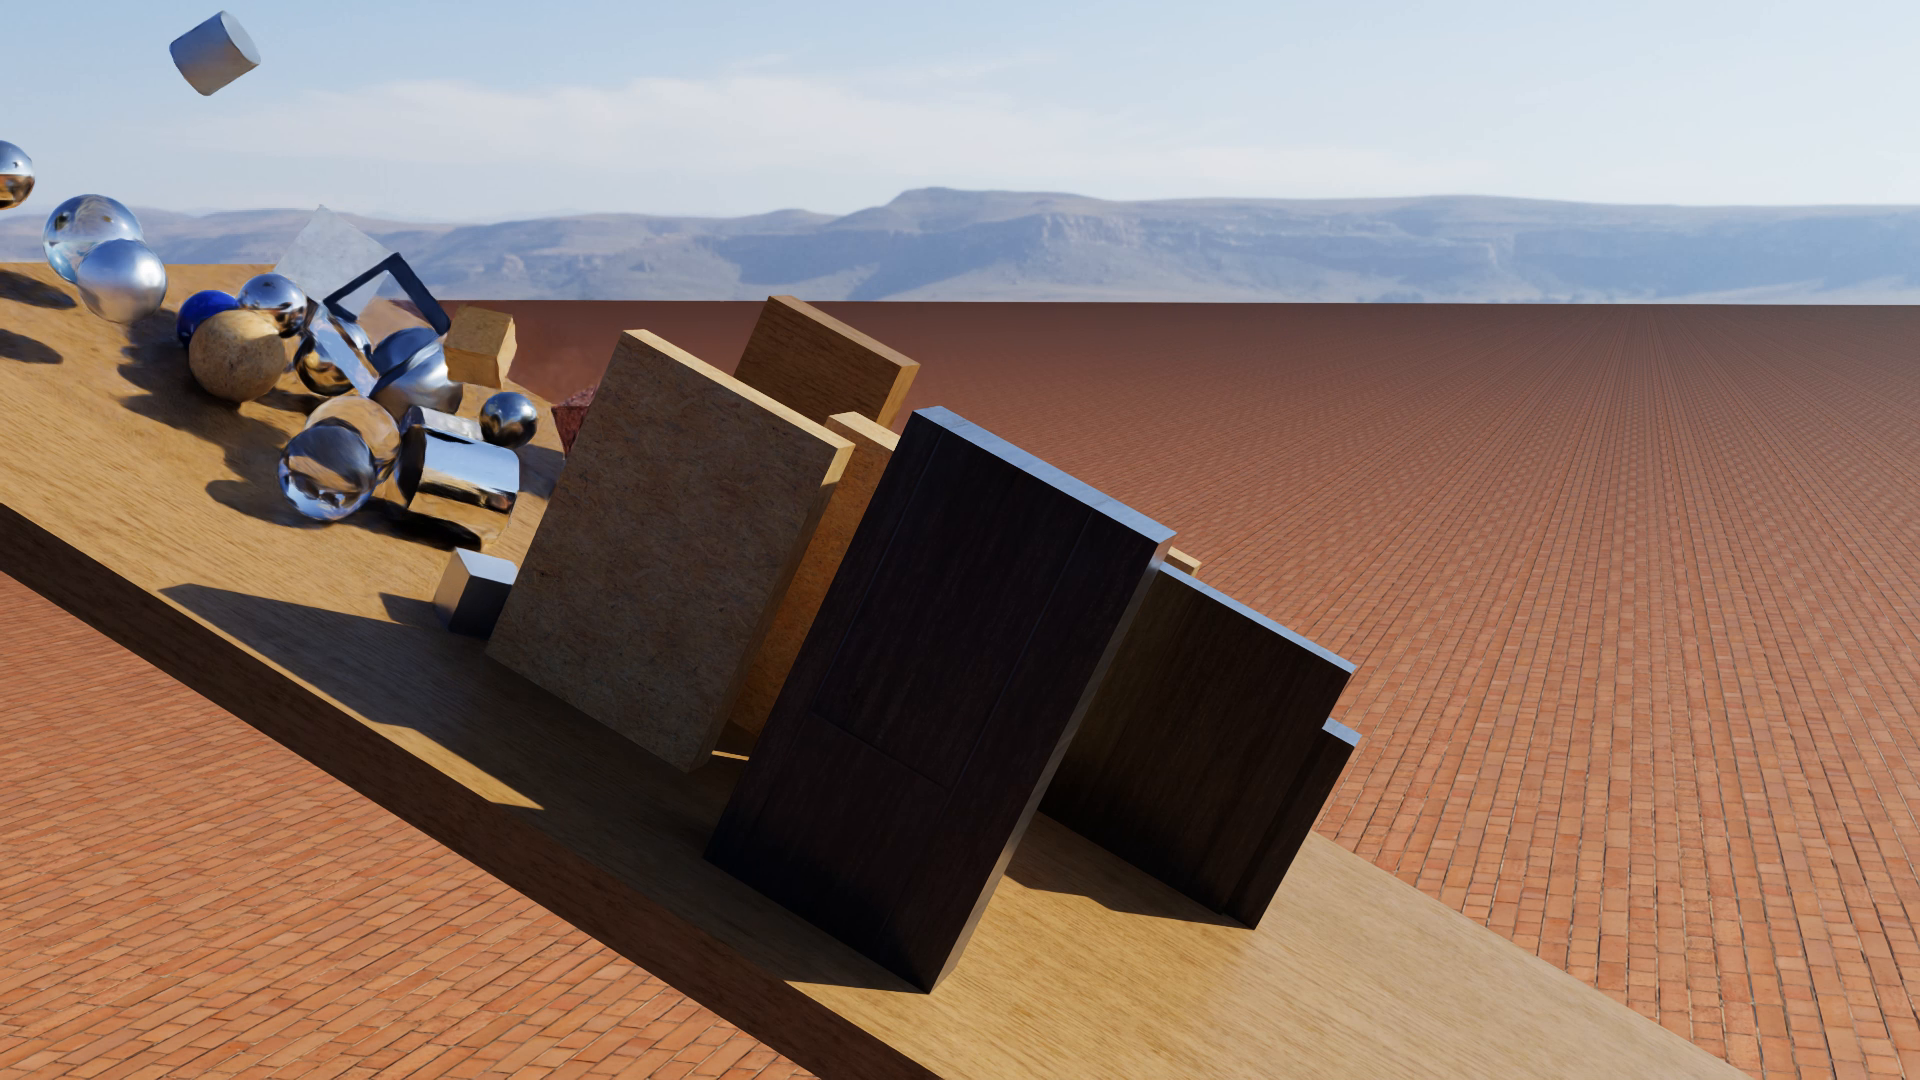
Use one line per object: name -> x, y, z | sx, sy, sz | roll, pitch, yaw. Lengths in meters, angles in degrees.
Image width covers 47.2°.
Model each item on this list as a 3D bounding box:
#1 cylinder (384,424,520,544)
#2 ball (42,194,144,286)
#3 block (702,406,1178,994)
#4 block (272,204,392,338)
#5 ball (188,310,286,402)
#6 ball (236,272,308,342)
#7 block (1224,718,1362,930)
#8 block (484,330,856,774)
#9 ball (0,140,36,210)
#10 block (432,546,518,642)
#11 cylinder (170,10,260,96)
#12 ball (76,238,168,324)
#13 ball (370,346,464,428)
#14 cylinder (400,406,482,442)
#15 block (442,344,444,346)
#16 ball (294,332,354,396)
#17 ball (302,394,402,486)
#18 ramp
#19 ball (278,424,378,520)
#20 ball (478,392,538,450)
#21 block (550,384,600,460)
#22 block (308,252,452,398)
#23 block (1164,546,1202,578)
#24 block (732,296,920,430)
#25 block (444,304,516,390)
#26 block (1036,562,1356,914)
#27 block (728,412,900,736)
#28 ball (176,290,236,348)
cylinder -> -0.963, -0.105, 4.170 | 0.189, 0.189, 0.189 | 17, -3, -33
ball -> -1.747, -0.601, 4.435 | 0.191, 0.191, 0.191 | 0, 7, 0
block -> -0.038, 0.240, 3.315 | 0.410, 0.775, 0.132 | 29, 14, 12
block -> -1.350, -0.551, 4.678 | 0.194, 0.194, 0.194 | 35, -29, -17
ball -> -1.419, -0.362, 4.317 | 0.182, 0.182, 0.182 | 0, 7, 0
ball -> -1.387, -0.469, 4.435 | 0.140, 0.140, 0.140 | 0, 7, 0
block -> 0.505, 0.469, 4.214 | 0.366, 0.409, 0.110 | 29, 14, 12
block -> -0.491, 0.018, 3.668 | 0.417, 0.612, 0.083 | 29, 14, 12
ball -> -1.889, -0.717, 4.316 | 0.137, 0.137, 0.137 | 0, 7, 0
block -> -0.833, 0.097, 3.819 | 0.112, 0.112, 0.112 | 17, 16, -33
cylinder -> -1.443, -0.942, 4.260 | 0.120, 0.120, 0.120 | -29, 4, 7
ball -> -1.576, -0.487, 4.139 | 0.159, 0.159, 0.159 | 0, 7, 0
ball -> -1.146, -0.321, 4.602 | 0.209, 0.209, 0.209 | 0, 7, 0
cylinder -> -1.058, -0.195, 4.461 | 0.128, 0.128, 0.128 | 15, -4, -37
block -> -1.225, -0.405, 4.951 | 0.124, 0.124, 0.124 | 20, 15, -22
ball -> -1.291, -0.366, 4.509 | 0.144, 0.144, 0.144 | 0, 7, 0
ball -> -1.142, -0.180, 4.125 | 0.184, 0.184, 0.184 | 0, 7, 0
ramp -> -0.245, 0.412, 4.160 | 4.000, 0.100, 2.000 | 29, 14, 12
ball -> -1.138, -0.121, 3.957 | 0.172, 0.172, 0.172 | 0, 7, 0
ball -> -0.992, -0.262, 4.830 | 0.128, 0.128, 0.128 | 0, 7, 0
block -> -0.764, -0.245, 4.778 | 0.150, 0.150, 0.150 | 2, 25, 40
block -> -1.125, -0.415, 4.276 | 0.179, 0.179, 0.179 | -40, 6, -26
block -> 0.248, 0.190, 4.615 | 0.324, 0.490, 0.081 | 29, 14, 12
block -> -0.372, -0.256, 5.100 | 0.355, 0.515, 0.138 | 29, 14, 12
block -> -0.927, -0.373, 4.249 | 0.105, 0.105, 0.105 | 12, -33, 1
block -> 0.435, 0.373, 4.184 | 0.427, 0.533, 0.083 | 29, 14, 12
block -> -0.229, 0.087, 3.947 | 0.244, 0.581, 0.132 | 29, 14, 12
ball -> -1.527, -0.440, 4.497 | 0.143, 0.143, 0.143 | 0, 7, 0
